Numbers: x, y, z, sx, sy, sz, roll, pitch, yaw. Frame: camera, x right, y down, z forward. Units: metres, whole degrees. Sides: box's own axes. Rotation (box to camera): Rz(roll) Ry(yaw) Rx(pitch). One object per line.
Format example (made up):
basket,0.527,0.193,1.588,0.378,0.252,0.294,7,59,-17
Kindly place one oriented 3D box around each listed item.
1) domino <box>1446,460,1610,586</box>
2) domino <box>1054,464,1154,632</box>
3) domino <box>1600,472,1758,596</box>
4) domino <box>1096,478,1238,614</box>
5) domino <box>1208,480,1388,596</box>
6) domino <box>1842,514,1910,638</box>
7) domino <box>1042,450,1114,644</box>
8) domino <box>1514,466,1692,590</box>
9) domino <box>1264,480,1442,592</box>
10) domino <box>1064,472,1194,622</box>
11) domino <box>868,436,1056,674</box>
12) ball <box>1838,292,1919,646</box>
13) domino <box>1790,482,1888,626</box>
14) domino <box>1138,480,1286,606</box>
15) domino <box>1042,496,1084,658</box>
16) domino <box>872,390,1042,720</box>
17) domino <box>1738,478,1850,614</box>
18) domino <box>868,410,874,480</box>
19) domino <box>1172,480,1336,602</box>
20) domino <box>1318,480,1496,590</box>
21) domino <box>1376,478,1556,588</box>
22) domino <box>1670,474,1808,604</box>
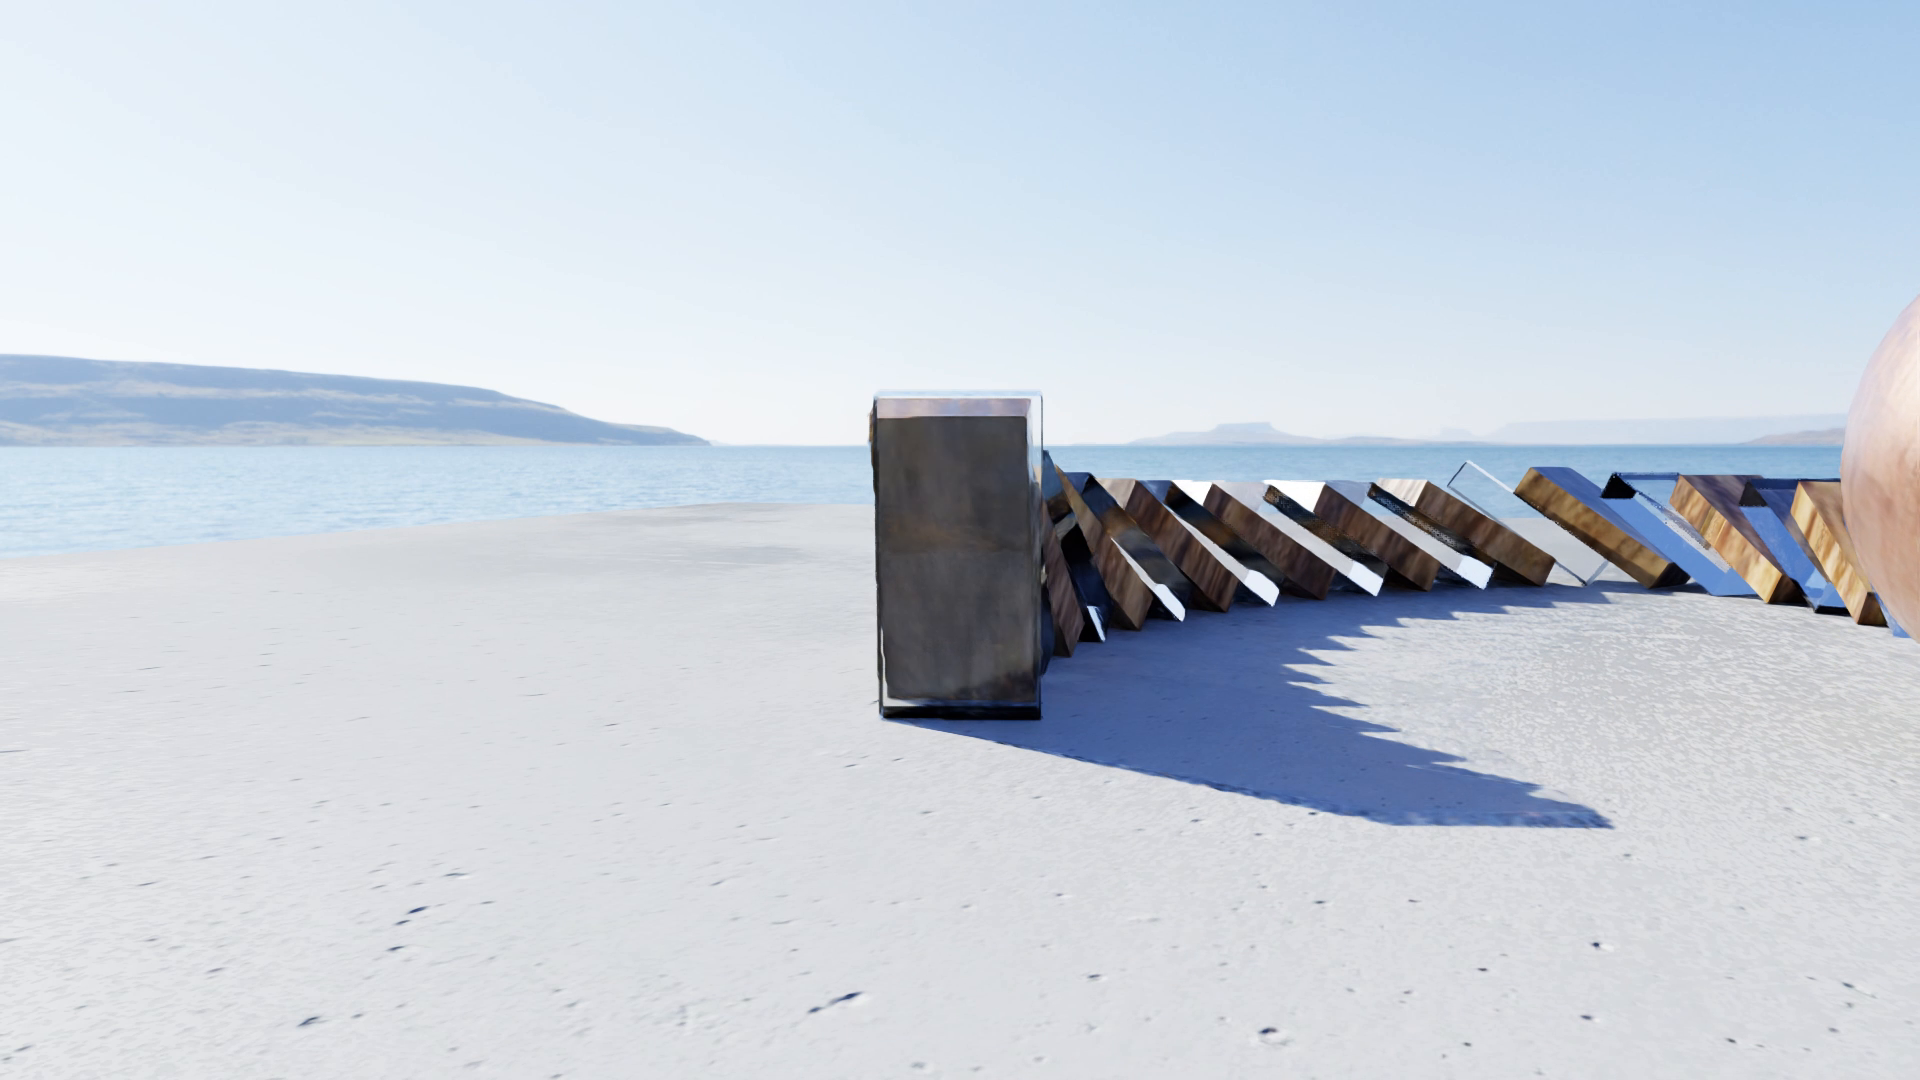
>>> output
domino,0.176,-0.006,0.398,0.050,0.009,0.025,40,18,17
domino,0.021,0.002,0.285,0.025,0.010,0.050,3,-32,39
domino,0.217,-0.003,0.380,0.025,0.009,0.050,-1,35,-17
domino,0.045,0.002,0.317,0.025,0.010,0.050,4,-26,45
domino,0.093,0.000,0.359,0.050,0.010,0.025,30,-10,-27
domino,0.225,0.004,0.296,0.025,0.009,0.050,2,33,21
domino,0.013,0.002,0.265,0.025,0.009,0.050,2,-38,28
domino,0.199,-0.005,0.394,0.025,0.009,0.050,-3,38,-39
domino,0.111,-0.001,0.370,0.050,0.009,0.025,29,-9,-25
domino,0.032,0.002,0.302,0.025,0.010,0.050,4,-29,44
domino,0.001,0.001,0.231,0.025,0.050,0.009,1,35,18
ball,0.167,-0.011,0.173,0.080,0.080,0.080,0,4,0
domino,0.228,0.002,0.317,0.025,0.009,0.050,1,34,14
domino,0.059,0.001,0.333,0.050,0.010,0.025,34,-17,-34
domino,0.006,0.002,0.249,0.025,0.050,0.009,2,44,26
domino,0.000,0.002,0.198,0.025,0.050,0.009,0,12,3
domino,0.229,0.001,0.338,0.025,0.009,0.050,1,34,7
domino,0.000,0.001,0.214,0.025,0.050,0.009,1,24,8
domino,0.075,0.000,0.348,0.050,0.009,0.025,31,-11,-27
domino,0.130,-0.002,0.380,0.050,0.009,0.025,28,-5,-19
domino,0.151,-0.002,0.387,0.050,0.009,0.025,28,-3,-14
domino,0.225,-0.001,0.360,0.025,0.010,0.050,0,34,-5
